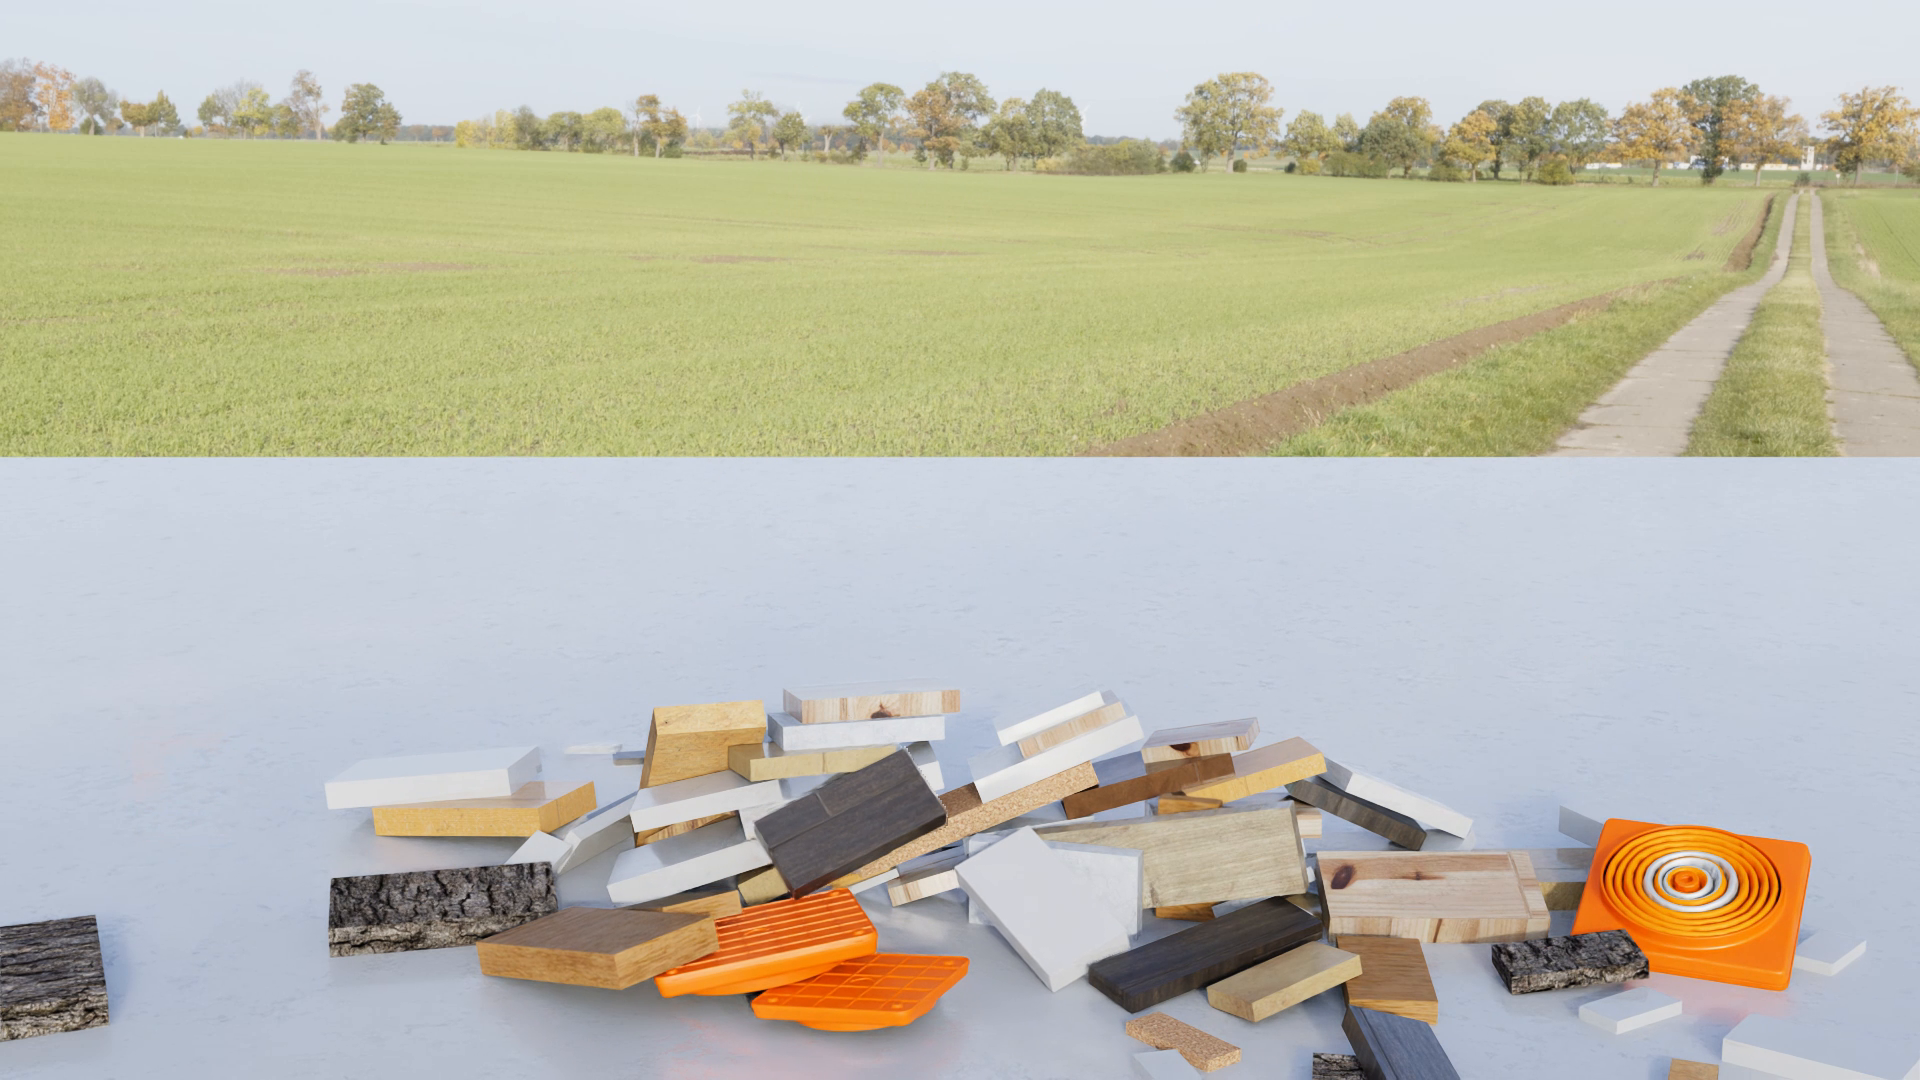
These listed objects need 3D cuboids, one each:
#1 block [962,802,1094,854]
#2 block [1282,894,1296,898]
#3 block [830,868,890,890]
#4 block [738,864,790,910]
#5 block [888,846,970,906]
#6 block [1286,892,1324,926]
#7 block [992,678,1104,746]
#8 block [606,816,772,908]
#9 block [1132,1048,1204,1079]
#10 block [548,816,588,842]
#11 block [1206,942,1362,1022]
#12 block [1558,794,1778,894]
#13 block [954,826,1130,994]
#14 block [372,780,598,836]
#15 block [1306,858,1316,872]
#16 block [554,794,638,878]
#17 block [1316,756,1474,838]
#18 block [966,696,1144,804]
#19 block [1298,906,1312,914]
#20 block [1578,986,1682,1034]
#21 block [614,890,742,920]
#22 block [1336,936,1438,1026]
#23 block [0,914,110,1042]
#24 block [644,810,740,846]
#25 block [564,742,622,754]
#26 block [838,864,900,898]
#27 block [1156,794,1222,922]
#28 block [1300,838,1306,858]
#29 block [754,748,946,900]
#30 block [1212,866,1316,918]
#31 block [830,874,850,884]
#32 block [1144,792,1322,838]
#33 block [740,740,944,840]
[{"bbox_3d":[0.111,0.477,3.669,0.219,0.031,0.109,-9,10,-2],"label":"block"},{"bbox_3d":[0.498,0.580,3.671,0.132,0.019,0.066,0,10,-2],"label":"block"},{"bbox_3d":[-0.165,0.553,3.672,0.103,0.015,0.051,-21,10,6],"label":"block"},{"bbox_3d":[-0.207,0.495,3.660,0.331,0.047,0.166,-26,10,3],"label":"block"},{"bbox_3d":[-0.012,0.545,3.654,0.219,0.031,0.109,-17,10,0],"label":"block"},{"bbox_3d":[0.535,0.604,3.530,0.165,0.023,0.082,-9,14,-40],"label":"block"},{"bbox_3d":[0.147,0.287,3.668,0.182,0.026,0.091,-22,10,0],"label":"block"},{"bbox_3d":[-0.412,0.519,3.654,0.331,0.047,0.166,-18,11,2],"label":"block"},{"bbox_3d":[0.282,0.717,2.938,0.063,0.018,0.126,-3,11,-16],"label":"block"},{"bbox_3d":[-0.719,0.526,3.888,0.070,0.020,0.139,-4,16,17],"label":"block"},{"bbox_3d":[0.473,0.642,3.204,0.205,0.029,0.103,-16,11,-30],"label":"block"},{"bbox_3d":[1.188,0.508,3.712,0.171,0.048,0.342,-4,11,-22],"label":"block"},{"bbox_3d":[0.122,0.559,3.353,0.138,0.039,0.275,-27,41,-18],"label":"block"},{"bbox_3d":[-0.859,0.485,3.977,0.357,0.051,0.179,-3,8,24],"label":"block"},{"bbox_3d":[0.548,0.547,3.647,0.132,0.019,0.066,-3,-19,-38],"label":"block"},{"bbox_3d":[-0.566,0.486,3.986,0.026,0.091,0.561,40,22,11],"label":"block"},{"bbox_3d":[0.732,0.434,3.708,0.239,0.034,0.120,22,2,-16],"label":"block"},{"bbox_3d":[0.157,0.347,3.667,0.286,0.041,0.143,-22,10,-1],"label":"block"},{"bbox_3d":[0.460,0.607,3.427,0.165,0.023,0.082,-17,19,-27],"label":"block"},{"bbox_3d":[0.963,0.675,3.159,0.138,0.020,0.069,-7,12,-32],"label":"block"},{"bbox_3d":[-0.445,0.577,3.416,0.123,0.035,0.247,-9,-5,-29],"label":"block"},{"bbox_3d":[0.629,0.649,3.253,0.125,0.035,0.249,1,11,5],"label":"block"},{"bbox_3d":[-1.359,0.644,3.244,0.174,0.049,0.348,-5,11,-23],"label":"block"},{"bbox_3d":[-0.446,0.497,3.783,0.183,0.026,0.091,-29,-25,27],"label":"block"},{"bbox_3d":[-0.744,0.423,4.462,0.105,0.015,0.053,-1,4,11],"label":"block"},{"bbox_3d":[-0.152,0.565,3.664,0.103,0.015,0.051,-22,10,1],"label":"block"},{"bbox_3d":[0.369,0.513,3.540,0.099,0.198,0.028,3,9,18],"label":"block"},{"bbox_3d":[0.427,0.529,3.682,0.275,0.039,0.138,-15,10,-4],"label":"block"},{"bbox_3d":[-0.174,0.449,3.486,0.271,0.038,0.135,-25,59,-18],"label":"block"},{"bbox_3d":[0.488,0.567,3.527,0.165,0.023,0.082,-14,-12,-43],"label":"block"},{"bbox_3d":[-0.232,0.564,3.672,0.103,0.015,0.051,-21,10,3],"label":"block"},{"bbox_3d":[0.453,0.459,3.666,0.275,0.039,0.138,0,9,-2],"label":"block"},{"bbox_3d":[-0.201,0.409,3.642,0.331,0.047,0.166,-14,11,-5],"label":"block"}]
